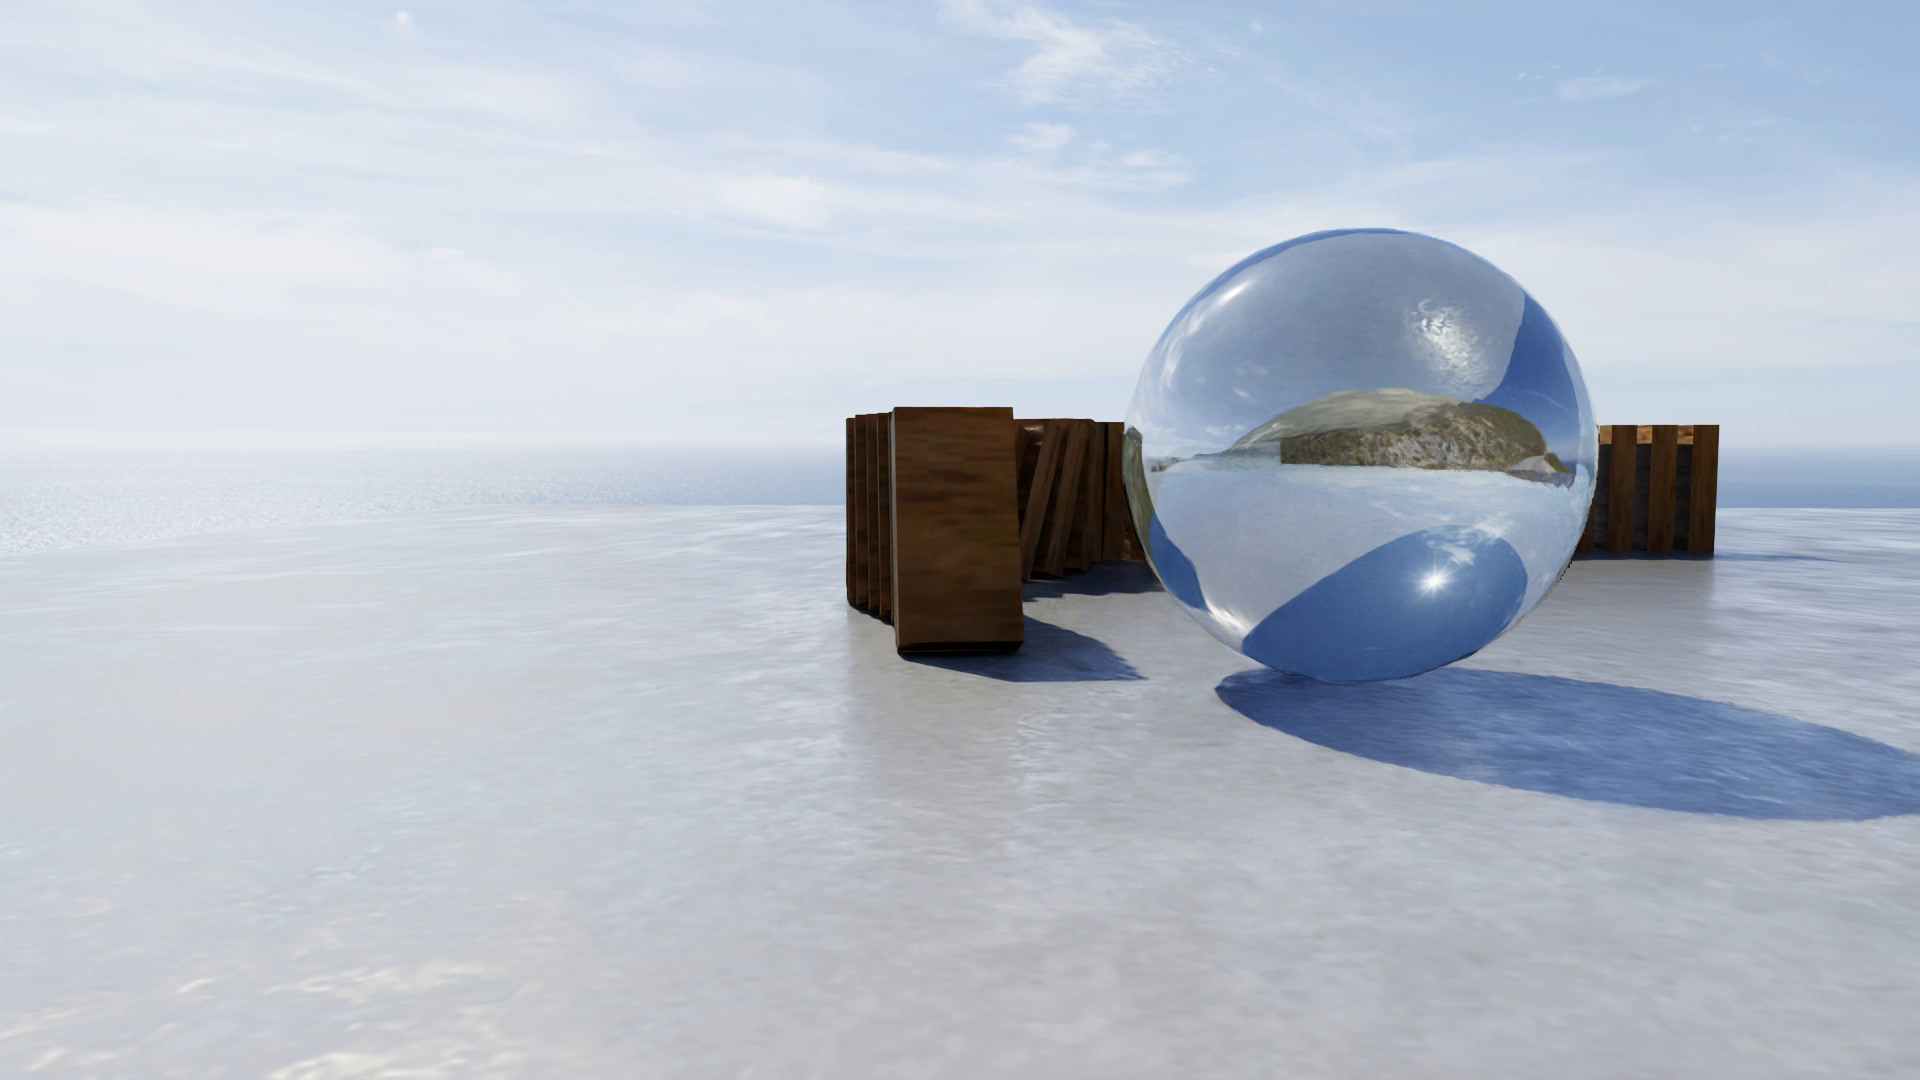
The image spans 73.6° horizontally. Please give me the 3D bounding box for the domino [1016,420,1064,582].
[{"bbox_3d":[0.015,-0.013,0.408,0.025,0.050,0.009,4,-15,41],"label":"domino"}]

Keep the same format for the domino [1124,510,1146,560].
[{"bbox_3d":[0.063,-0.019,0.483,0.009,0.050,0.025,-2,5,-20],"label":"domino"}]

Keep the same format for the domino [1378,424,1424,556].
[{"bbox_3d":[0.166,-0.020,0.496,0.009,0.050,0.025,-1,5,-18],"label":"domino"}]

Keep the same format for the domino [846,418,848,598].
[{"bbox_3d":[-0.019,-0.009,0.358,0.025,0.050,0.009,0,-19,-5],"label":"domino"}]

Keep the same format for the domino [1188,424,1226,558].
[{"bbox_3d":[0.092,-0.019,0.491,0.009,0.050,0.025,-1,4,-12],"label":"domino"}]

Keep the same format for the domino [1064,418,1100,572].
[{"bbox_3d":[0.031,-0.015,0.428,0.025,0.050,0.009,2,-10,22],"label":"domino"}]

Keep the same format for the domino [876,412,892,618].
[{"bbox_3d":[-0.008,-0.006,0.316,0.025,0.050,0.009,0,-16,-6],"label":"domino"}]

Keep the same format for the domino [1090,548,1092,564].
[{"bbox_3d":[0.034,-0.017,0.454,0.025,0.050,0.009,1,0,11],"label":"domino"}]

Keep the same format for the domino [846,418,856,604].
[{"bbox_3d":[-0.018,-0.008,0.347,0.025,0.050,0.010,0,-19,-6],"label":"domino"}]

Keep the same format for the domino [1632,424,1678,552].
[{"bbox_3d":[0.278,-0.021,0.517,0.009,0.050,0.025,1,4,8],"label":"domino"}]

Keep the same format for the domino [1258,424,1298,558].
[{"bbox_3d":[0.122,-0.019,0.493,0.010,0.050,0.025,0,4,-1],"label":"domino"}]

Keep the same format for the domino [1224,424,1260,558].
[{"bbox_3d":[0.106,-0.019,0.492,0.009,0.050,0.025,0,4,-3],"label":"domino"}]

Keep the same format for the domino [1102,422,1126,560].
[{"bbox_3d":[0.050,-0.018,0.477,0.010,0.050,0.025,0,3,-33],"label":"domino"}]

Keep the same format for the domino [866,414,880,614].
[{"bbox_3d":[-0.011,-0.007,0.326,0.025,0.050,0.010,0,-16,-6],"label":"domino"}]

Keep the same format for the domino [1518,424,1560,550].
[{"bbox_3d":[0.233,-0.022,0.522,0.009,0.050,0.025,0,4,4],"label":"domino"}]

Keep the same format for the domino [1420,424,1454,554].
[{"bbox_3d":[0.179,-0.020,0.504,0.009,0.050,0.025,-4,6,-41],"label":"domino"}]

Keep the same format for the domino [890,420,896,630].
[{"bbox_3d":[-0.003,-0.005,0.297,0.025,0.050,0.009,0,-16,-6],"label":"domino"}]

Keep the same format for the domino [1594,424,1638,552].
[{"bbox_3d":[0.263,-0.021,0.519,0.009,0.050,0.025,1,4,8],"label":"domino"}]

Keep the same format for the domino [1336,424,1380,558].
[{"bbox_3d":[0.152,-0.019,0.494,0.009,0.050,0.025,0,4,-5],"label":"domino"}]

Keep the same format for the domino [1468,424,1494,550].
[{"bbox_3d":[0.203,-0.022,0.521,0.010,0.050,0.025,-1,4,-16],"label":"domino"}]

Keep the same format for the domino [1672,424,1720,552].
[{"bbox_3d":[0.293,-0.021,0.515,0.009,0.050,0.025,1,4,8],"label":"domino"}]

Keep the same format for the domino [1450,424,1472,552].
[{"bbox_3d":[0.190,-0.021,0.514,0.010,0.050,0.025,-4,6,-39],"label":"domino"}]

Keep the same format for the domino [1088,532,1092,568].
[{"bbox_3d":[0.033,-0.016,0.442,0.025,0.050,0.009,1,-6,11],"label":"domino"}]

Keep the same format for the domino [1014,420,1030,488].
[{"bbox_3d":[0.004,-0.012,0.401,0.025,0.050,0.010,3,-18,36],"label":"domino"}]

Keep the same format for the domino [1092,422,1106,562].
[{"bbox_3d":[0.039,-0.018,0.467,0.025,0.050,0.010,3,2,31],"label":"domino"}]

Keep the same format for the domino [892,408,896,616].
[{"bbox_3d":[-0.002,-0.003,0.276,0.025,0.050,0.009,0,-16,-6],"label":"domino"}]

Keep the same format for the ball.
[{"bbox_3d":[0.069,-0.015,0.228,0.080,0.080,0.080,0,4,0],"label":"ball"}]

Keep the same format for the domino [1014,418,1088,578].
[{"bbox_3d":[0.025,-0.014,0.416,0.025,0.050,0.010,4,-10,41],"label":"domino"}]

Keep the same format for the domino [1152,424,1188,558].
[{"bbox_3d":[0.077,-0.019,0.487,0.009,0.050,0.025,-1,4,-15],"label":"domino"}]

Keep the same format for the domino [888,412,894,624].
[{"bbox_3d":[-0.004,-0.006,0.307,0.025,0.050,0.010,0,-16,-6],"label":"domino"}]

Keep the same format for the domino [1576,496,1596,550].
[{"bbox_3d":[0.248,-0.022,0.521,0.009,0.050,0.025,0,4,6],"label":"domino"}]

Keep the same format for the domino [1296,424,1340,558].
[{"bbox_3d":[0.137,-0.019,0.493,0.009,0.050,0.025,0,4,-1],"label":"domino"}]

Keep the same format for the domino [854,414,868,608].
[{"bbox_3d":[-0.015,-0.008,0.336,0.025,0.050,0.009,0,-16,-6],"label":"domino"}]

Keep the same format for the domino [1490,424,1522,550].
[{"bbox_3d":[0.218,-0.022,0.523,0.009,0.050,0.025,0,4,-1],"label":"domino"}]

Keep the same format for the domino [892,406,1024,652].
[{"bbox_3d":[-0.001,-0.003,0.266,0.025,0.050,0.009,0,-16,-6],"label":"domino"}]
